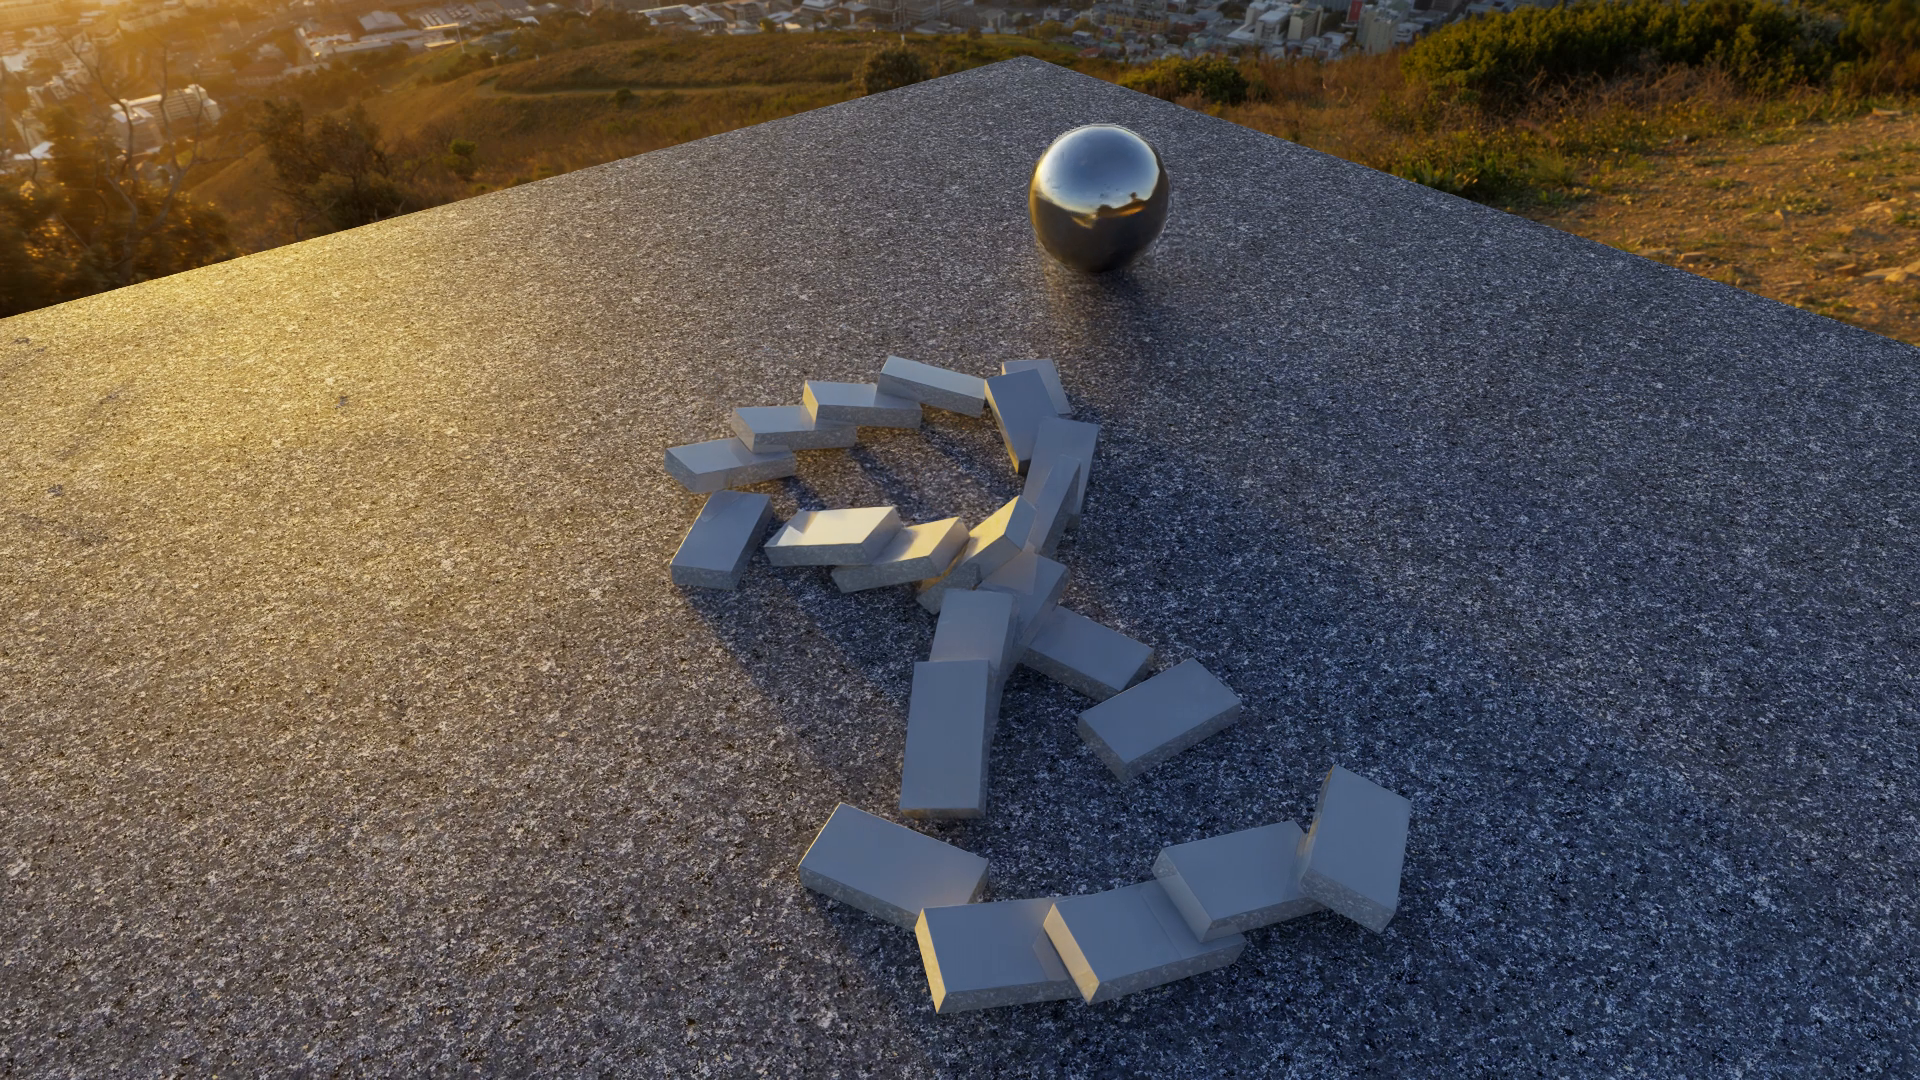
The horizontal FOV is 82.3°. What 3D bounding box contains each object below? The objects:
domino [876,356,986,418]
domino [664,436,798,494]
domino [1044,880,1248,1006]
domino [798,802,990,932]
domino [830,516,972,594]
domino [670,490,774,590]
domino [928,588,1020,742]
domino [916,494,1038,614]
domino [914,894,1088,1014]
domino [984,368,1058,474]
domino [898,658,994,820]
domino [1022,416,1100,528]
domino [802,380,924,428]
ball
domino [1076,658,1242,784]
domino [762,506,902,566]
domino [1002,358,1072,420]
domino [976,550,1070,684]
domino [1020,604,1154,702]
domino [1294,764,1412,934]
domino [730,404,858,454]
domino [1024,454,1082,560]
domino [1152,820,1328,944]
[{"bbox_3d":[-0.012,-0.073,0.522,0.050,0.010,0.025,14,30,0],"label":"domino"},{"bbox_3d":[-0.099,-0.034,0.474,0.050,0.009,0.025,-16,40,-41],"label":"domino"},{"bbox_3d":[0.051,0.108,0.301,0.050,0.009,0.025,-2,36,-29],"label":"domino"},{"bbox_3d":[-0.019,0.098,0.324,0.050,0.010,0.025,16,42,19],"label":"domino"},{"bbox_3d":[-0.023,0.006,0.417,0.050,0.010,0.025,-11,28,38],"label":"domino"},{"bbox_3d":[-0.095,-0.001,0.445,0.025,0.009,0.050,6,40,8],"label":"domino"},{"bbox_3d":[0.003,0.042,0.374,0.025,0.010,0.050,4,63,18],"label":"domino"},{"bbox_3d":[0.006,0.006,0.409,0.010,0.050,0.025,42,38,-14],"label":"domino"},{"bbox_3d":[0.015,0.111,0.298,0.050,0.010,0.025,3,37,-21],"label":"domino"},{"bbox_3d":[0.031,-0.054,0.498,0.025,0.010,0.050,-13,57,-11],"label":"domino"},{"bbox_3d":[-0.004,0.063,0.351,0.025,0.009,0.050,-4,57,14],"label":"domino"},{"bbox_3d":[0.043,-0.029,0.469,0.025,0.010,0.050,10,55,9],"label":"domino"},{"bbox_3d":[-0.045,-0.063,0.509,0.050,0.010,0.025,0,33,-24],"label":"domino"},{"bbox_3d":[0.078,-0.193,0.623,0.080,0.080,0.080,0,39,0],"label":"ball"},{"bbox_3d":[0.067,0.060,0.370,0.050,0.009,0.025,-22,44,-24],"label":"domino"},{"bbox_3d":[-0.050,-0.001,0.431,0.050,0.009,0.025,-2,33,34],"label":"domino"},{"bbox_3d":[0.036,-0.070,0.528,0.025,0.010,0.050,-4,40,-5],"label":"domino"},{"bbox_3d":[0.016,0.026,0.394,0.025,0.010,0.050,22,62,26],"label":"domino"},{"bbox_3d":[0.041,0.040,0.395,0.050,0.010,0.025,24,45,27],"label":"domino"},{"bbox_3d":[0.117,0.089,0.324,0.025,0.009,0.050,26,34,14],"label":"domino"},{"bbox_3d":[-0.074,-0.051,0.494,0.050,0.010,0.025,-7,36,-33],"label":"domino"},{"bbox_3d":[0.034,-0.007,0.431,0.010,0.025,0.050,17,55,14],"label":"domino"},{"bbox_3d":[0.083,0.097,0.315,0.050,0.010,0.025,-3,37,-28],"label":"domino"}]
